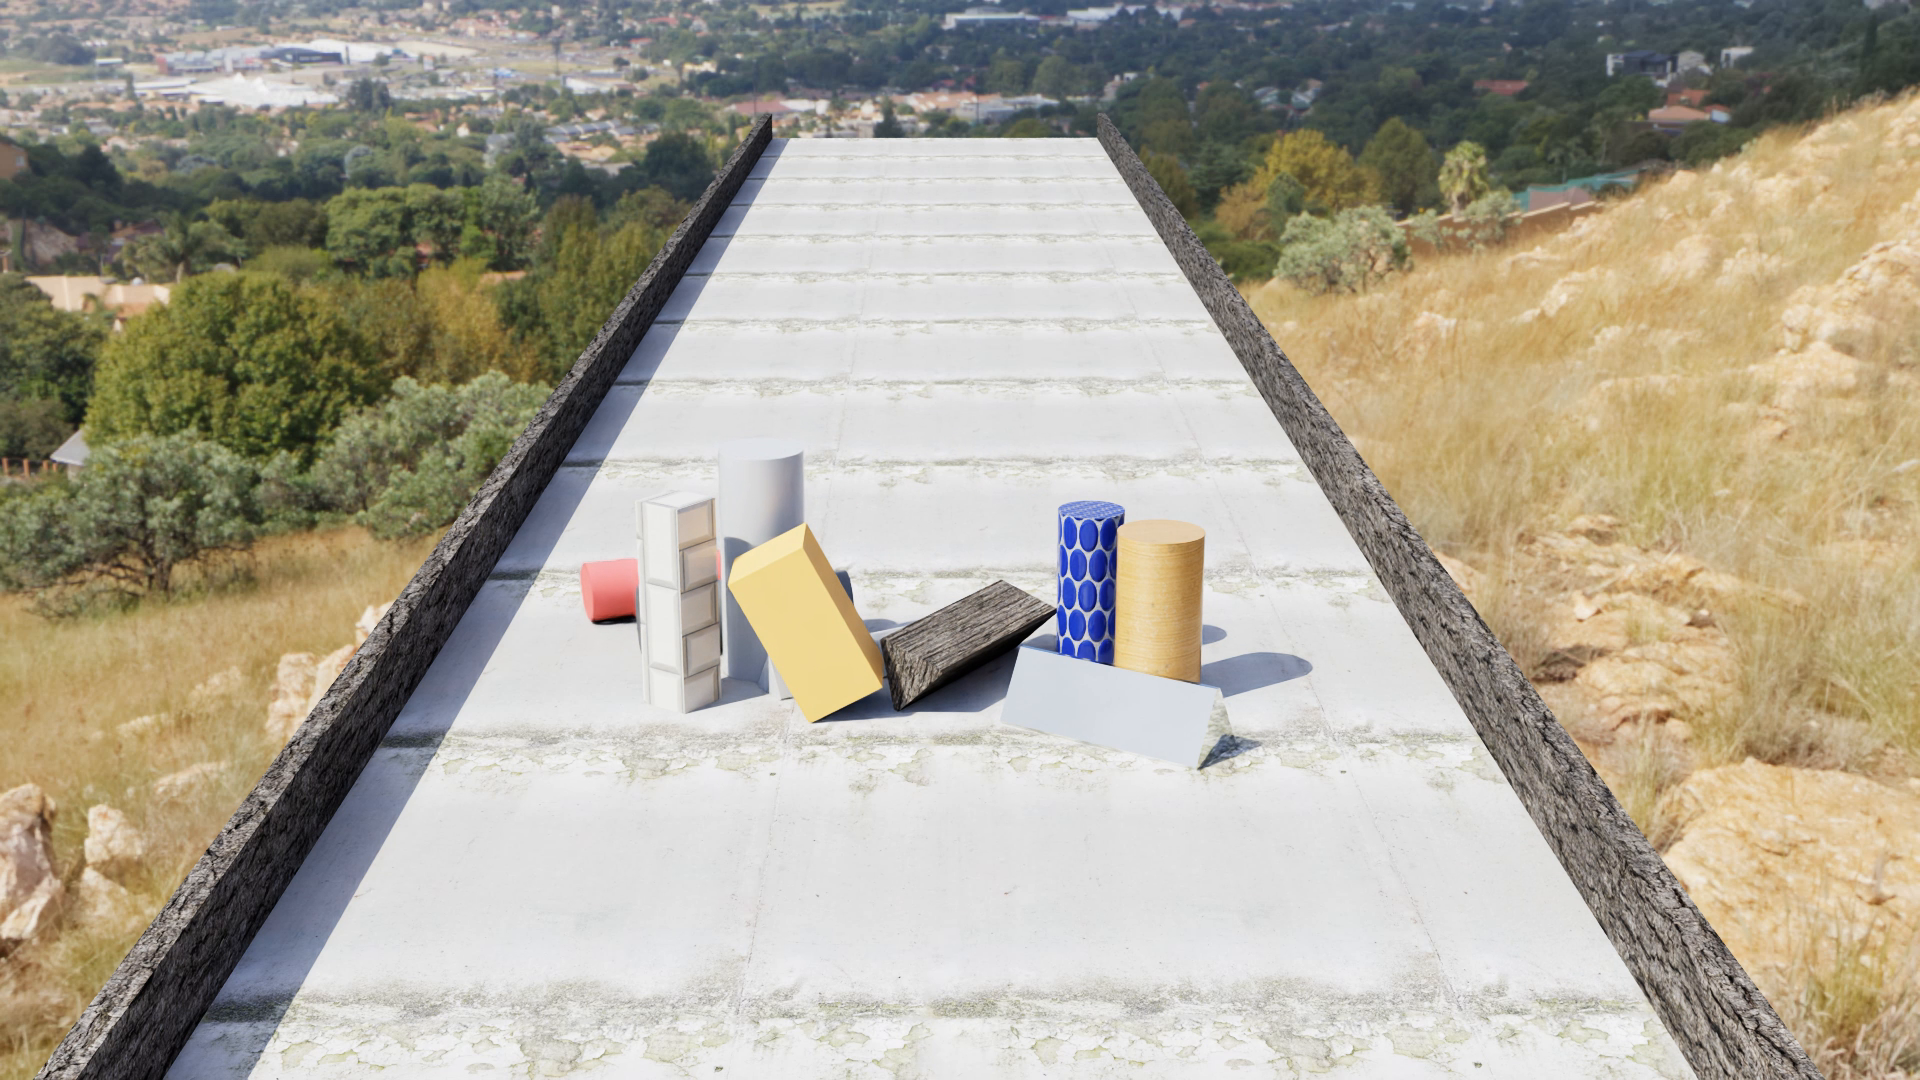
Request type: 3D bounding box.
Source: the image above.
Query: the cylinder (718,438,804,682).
[{"bbox_3d":[-0.385,0.039,4.301,0.166,0.451,0.166,0,17,0],"label":"cylinder"}]

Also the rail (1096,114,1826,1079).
[{"bbox_3d":[0.932,-0.844,7.801,0.050,0.150,12.000,0,17,-1],"label":"rail"}]

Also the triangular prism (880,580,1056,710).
[{"bbox_3d":[0.002,0.182,4.284,0.142,0.123,0.429,-42,-10,35],"label":"triangular prism"}]

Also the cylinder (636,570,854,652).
[{"bbox_3d":[-0.439,0.147,4.486,0.427,0.140,0.140,-4,17,-14],"label":"cylinder"}]

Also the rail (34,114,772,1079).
[{"bbox_3d":[-1.118,-0.838,7.780,0.050,0.150,12.000,0,17,-1],"label":"rail"}]

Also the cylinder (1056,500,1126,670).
[{"bbox_3d":[0.259,0.090,4.374,0.133,0.313,0.133,0,17,0],"label":"cylinder"}]

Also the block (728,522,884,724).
[{"bbox_3d":[-0.284,0.154,4.100,0.154,0.308,0.154,-27,16,7],"label":"block"}]

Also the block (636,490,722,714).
[{"bbox_3d":[-0.529,0.115,4.140,0.104,0.398,0.104,11,20,34],"label":"block"}]

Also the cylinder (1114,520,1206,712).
[{"bbox_3d":[0.378,0.142,4.173,0.165,0.329,0.165,0,17,0],"label":"cylinder"}]

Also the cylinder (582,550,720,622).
[{"bbox_3d":[-0.614,0.092,4.701,0.369,0.123,0.123,-6,18,-20],"label":"cylinder"}]

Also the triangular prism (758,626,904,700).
[{"bbox_3d":[-0.236,0.232,4.299,0.312,0.079,0.091,-10,20,-31],"label":"triangular prism"}]
